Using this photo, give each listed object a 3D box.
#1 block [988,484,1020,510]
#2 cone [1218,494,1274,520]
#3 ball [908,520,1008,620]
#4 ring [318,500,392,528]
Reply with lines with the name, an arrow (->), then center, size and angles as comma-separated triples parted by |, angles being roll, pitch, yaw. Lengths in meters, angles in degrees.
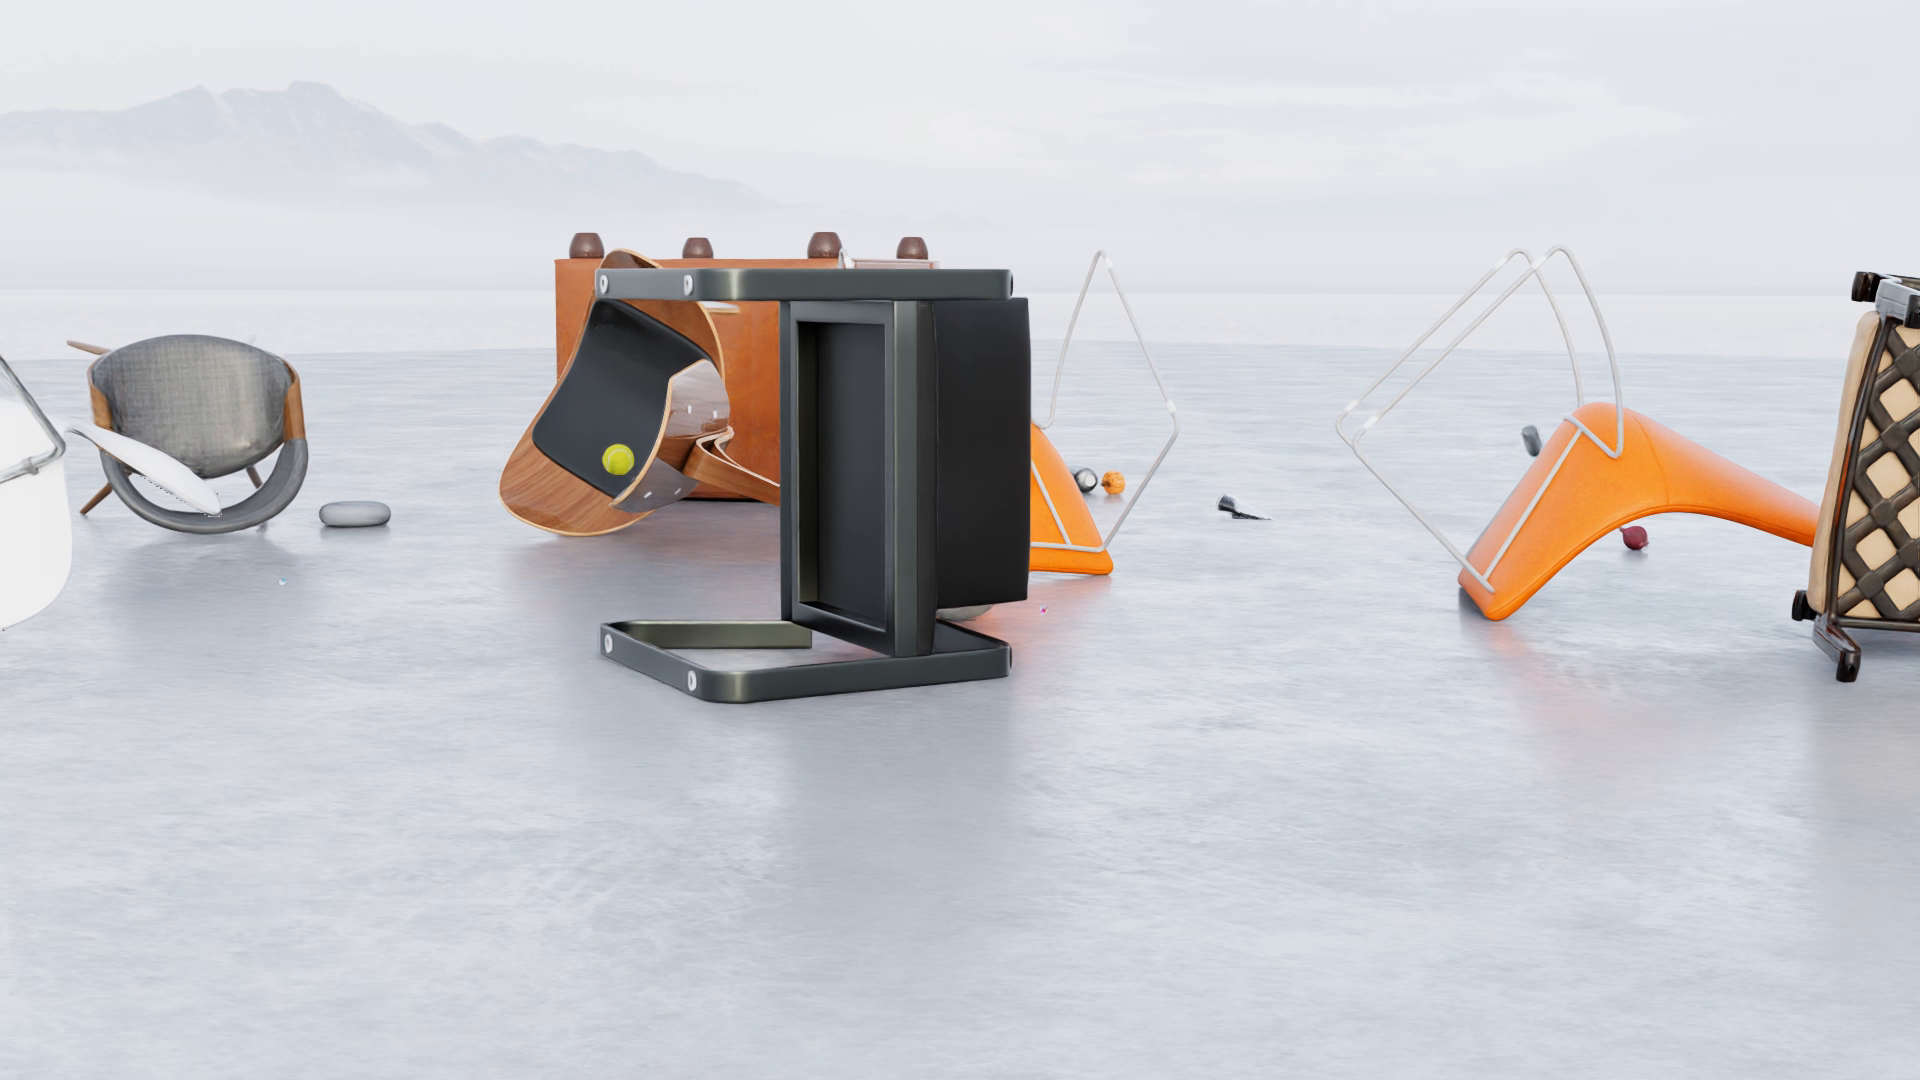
block -> 0.125, -0.124, 7.291 | 0.075, 0.066, 0.095 | -1, 6, -6
cone -> 0.787, -0.073, 6.949 | 0.147, 0.071, 0.156 | 17, 6, 19
ball -> -0.003, 0.059, 4.912 | 0.191, 0.191, 0.191 | 0, 6, 0
ring -> -1.603, -0.069, 6.800 | 0.171, 0.059, 0.195 | 7, 8, 44
